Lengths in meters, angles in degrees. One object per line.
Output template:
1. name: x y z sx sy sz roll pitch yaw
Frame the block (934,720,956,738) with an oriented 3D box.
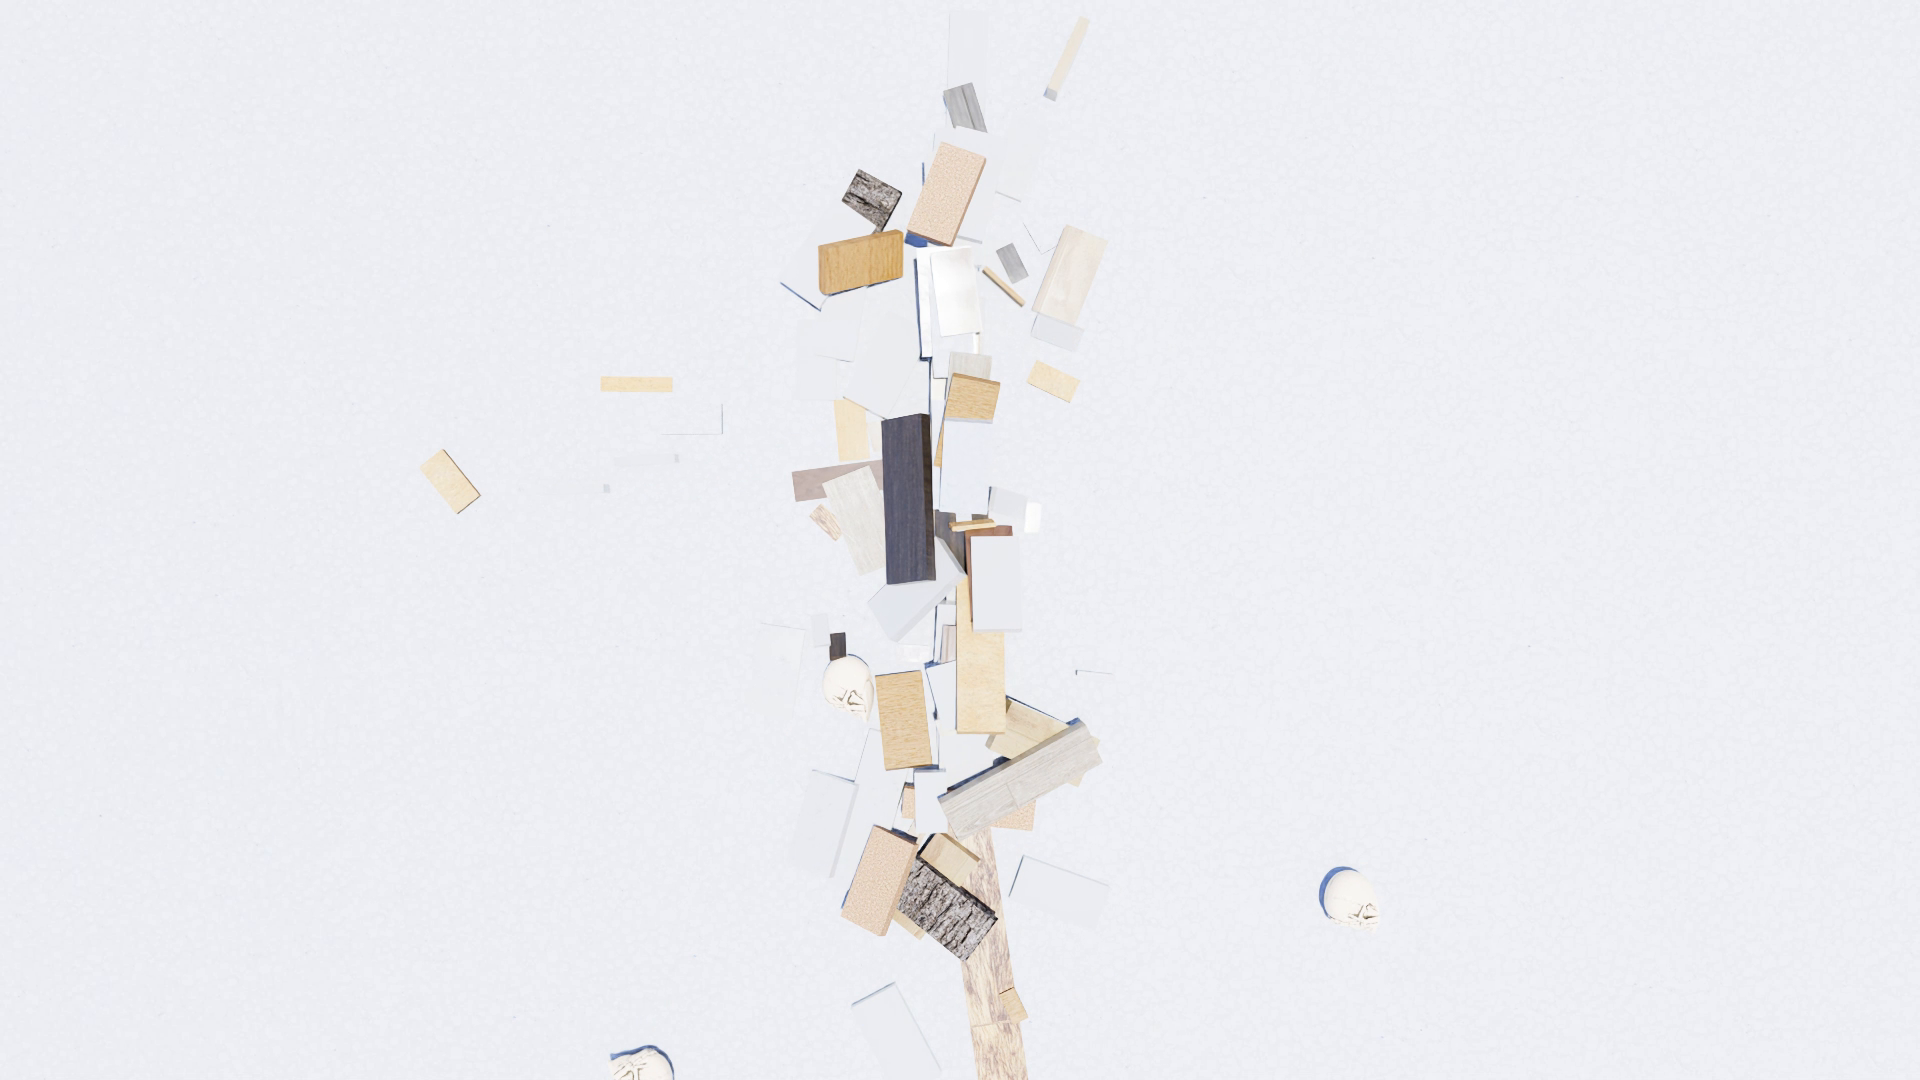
1. block: -0.013 0.590 5.312 0.122 0.017 0.061 -20 88 -1

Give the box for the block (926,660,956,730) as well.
1. block: -0.031 0.500 5.299 0.103 0.029 0.206 -16 82 0

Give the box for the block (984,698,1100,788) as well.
1. block: 0.273 0.667 5.418 0.347 0.049 0.174 25 90 -20

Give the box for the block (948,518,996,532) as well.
1. block: 0.040 -0.050 5.355 0.145 0.050 0.014 -6 108 -13

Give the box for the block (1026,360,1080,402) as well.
1. block: 0.310 -0.528 5.489 0.162 0.023 0.081 25 90 0

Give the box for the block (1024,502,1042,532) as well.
1. block: 0.243 -0.075 5.493 0.049 0.014 0.099 4 90 0

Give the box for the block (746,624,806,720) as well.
1. block: -0.610 0.437 5.479 0.150 0.043 0.301 9 90 0

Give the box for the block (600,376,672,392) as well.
1. block: -1.077 -0.518 5.493 0.238 0.014 0.050 1 90 0

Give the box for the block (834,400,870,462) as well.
1. block: -0.360 -0.366 5.486 0.102 0.029 0.203 -6 90 0

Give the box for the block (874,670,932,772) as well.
1. block: -0.186 0.596 5.436 0.155 0.044 0.310 -7 74 0

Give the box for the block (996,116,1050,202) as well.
1. block: 0.191 -1.267 5.482 0.128 0.036 0.256 22 90 0

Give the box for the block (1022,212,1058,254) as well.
1. block: 0.267 -1.020 5.491 0.062 0.018 0.124 -30 90 0

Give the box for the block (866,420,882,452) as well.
1. block: -0.275 -0.347 5.493 0.050 0.014 0.100 -13 90 0

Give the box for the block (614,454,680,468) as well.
1. block: -1.034 -0.263 5.451 0.198 0.099 0.028 -4 90 0

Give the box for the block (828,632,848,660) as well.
1. block: -0.404 0.351 5.451 0.057 0.113 0.016 -7 130 0

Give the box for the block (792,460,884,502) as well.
1. block: -0.351 -0.204 5.486 0.408 0.029 0.102 -8 90 0

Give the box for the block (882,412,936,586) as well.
1. block: -0.169 -0.131 5.384 0.166 0.047 0.547 -8 80 35

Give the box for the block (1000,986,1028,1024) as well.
1. block: 0.178 1.538 5.445 0.055 0.016 0.110 -26 90 0

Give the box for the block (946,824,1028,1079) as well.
1. block: 0.095 1.462 5.477 0.165 0.047 1.077 -9 90 0

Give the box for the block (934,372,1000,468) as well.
1. block: 0.022 -0.365 5.212 0.152 0.043 0.304 12 113 -3

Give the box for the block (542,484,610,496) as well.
1. block: -1.267 -0.167 5.451 0.198 0.099 0.028 -2 90 0

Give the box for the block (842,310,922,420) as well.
1. block: -0.240 -0.578 5.461 0.162 0.046 0.324 28 84 0

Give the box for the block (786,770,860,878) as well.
1. block: -0.452 0.939 5.453 0.158 0.045 0.317 16 90 19

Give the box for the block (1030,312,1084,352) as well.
1. block: 0.323 -0.689 5.468 0.162 0.023 0.081 21 123 0

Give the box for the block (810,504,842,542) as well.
1. block: -0.438 -0.059 5.491 0.122 0.017 0.061 43 90 0

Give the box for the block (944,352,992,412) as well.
1. block: 0.023 -0.460 5.239 0.132 0.037 0.264 6 104 0

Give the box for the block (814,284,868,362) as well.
1. block: -0.394 -0.730 5.444 0.132 0.037 0.264 10 90 0

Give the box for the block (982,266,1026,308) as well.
1. block: 0.146 -0.840 5.469 0.177 0.062 0.018 42 90 0

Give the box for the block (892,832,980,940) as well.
1. block: -0.098 1.137 5.442 0.165 0.047 0.330 37 98 8

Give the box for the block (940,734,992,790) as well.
1. block: 0.019 0.742 5.437 0.174 0.049 0.347 0 103 0

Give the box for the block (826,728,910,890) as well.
1. block: -0.292 0.902 5.468 0.158 0.045 0.528 16 90 7

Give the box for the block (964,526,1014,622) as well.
1. block: 0.101 0.109 5.329 0.155 0.044 0.311 -2 70 -4

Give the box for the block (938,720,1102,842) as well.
1. block: 0.198 0.784 5.367 0.539 0.043 0.150 -27 108 -9

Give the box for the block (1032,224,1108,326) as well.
1. block: 0.366 -0.877 5.479 0.152 0.043 0.303 22 90 0

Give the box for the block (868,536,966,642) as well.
1. block: -0.142 0.163 5.391 0.331 0.047 0.166 -44 56 16

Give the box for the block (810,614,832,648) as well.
1. block: -0.462 0.300 5.466 0.057 0.016 0.113 -9 61 0

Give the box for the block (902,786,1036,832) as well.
1. block: 0.029 0.883 5.427 0.434 0.029 0.103 6 101 -1

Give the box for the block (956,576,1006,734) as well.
1. block: 0.066 0.365 5.281 0.152 0.043 0.517 1 70 -2

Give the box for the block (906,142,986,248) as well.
1. block: -0.042 -1.097 5.243 0.152 0.043 0.303 21 87 9

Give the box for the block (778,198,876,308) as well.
1. block: -0.433 -0.936 5.394 0.162 0.046 0.324 35 90 0

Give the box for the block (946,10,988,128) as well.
1. block: 0.017 -1.347 5.482 0.128 0.036 0.814 2 90 0
